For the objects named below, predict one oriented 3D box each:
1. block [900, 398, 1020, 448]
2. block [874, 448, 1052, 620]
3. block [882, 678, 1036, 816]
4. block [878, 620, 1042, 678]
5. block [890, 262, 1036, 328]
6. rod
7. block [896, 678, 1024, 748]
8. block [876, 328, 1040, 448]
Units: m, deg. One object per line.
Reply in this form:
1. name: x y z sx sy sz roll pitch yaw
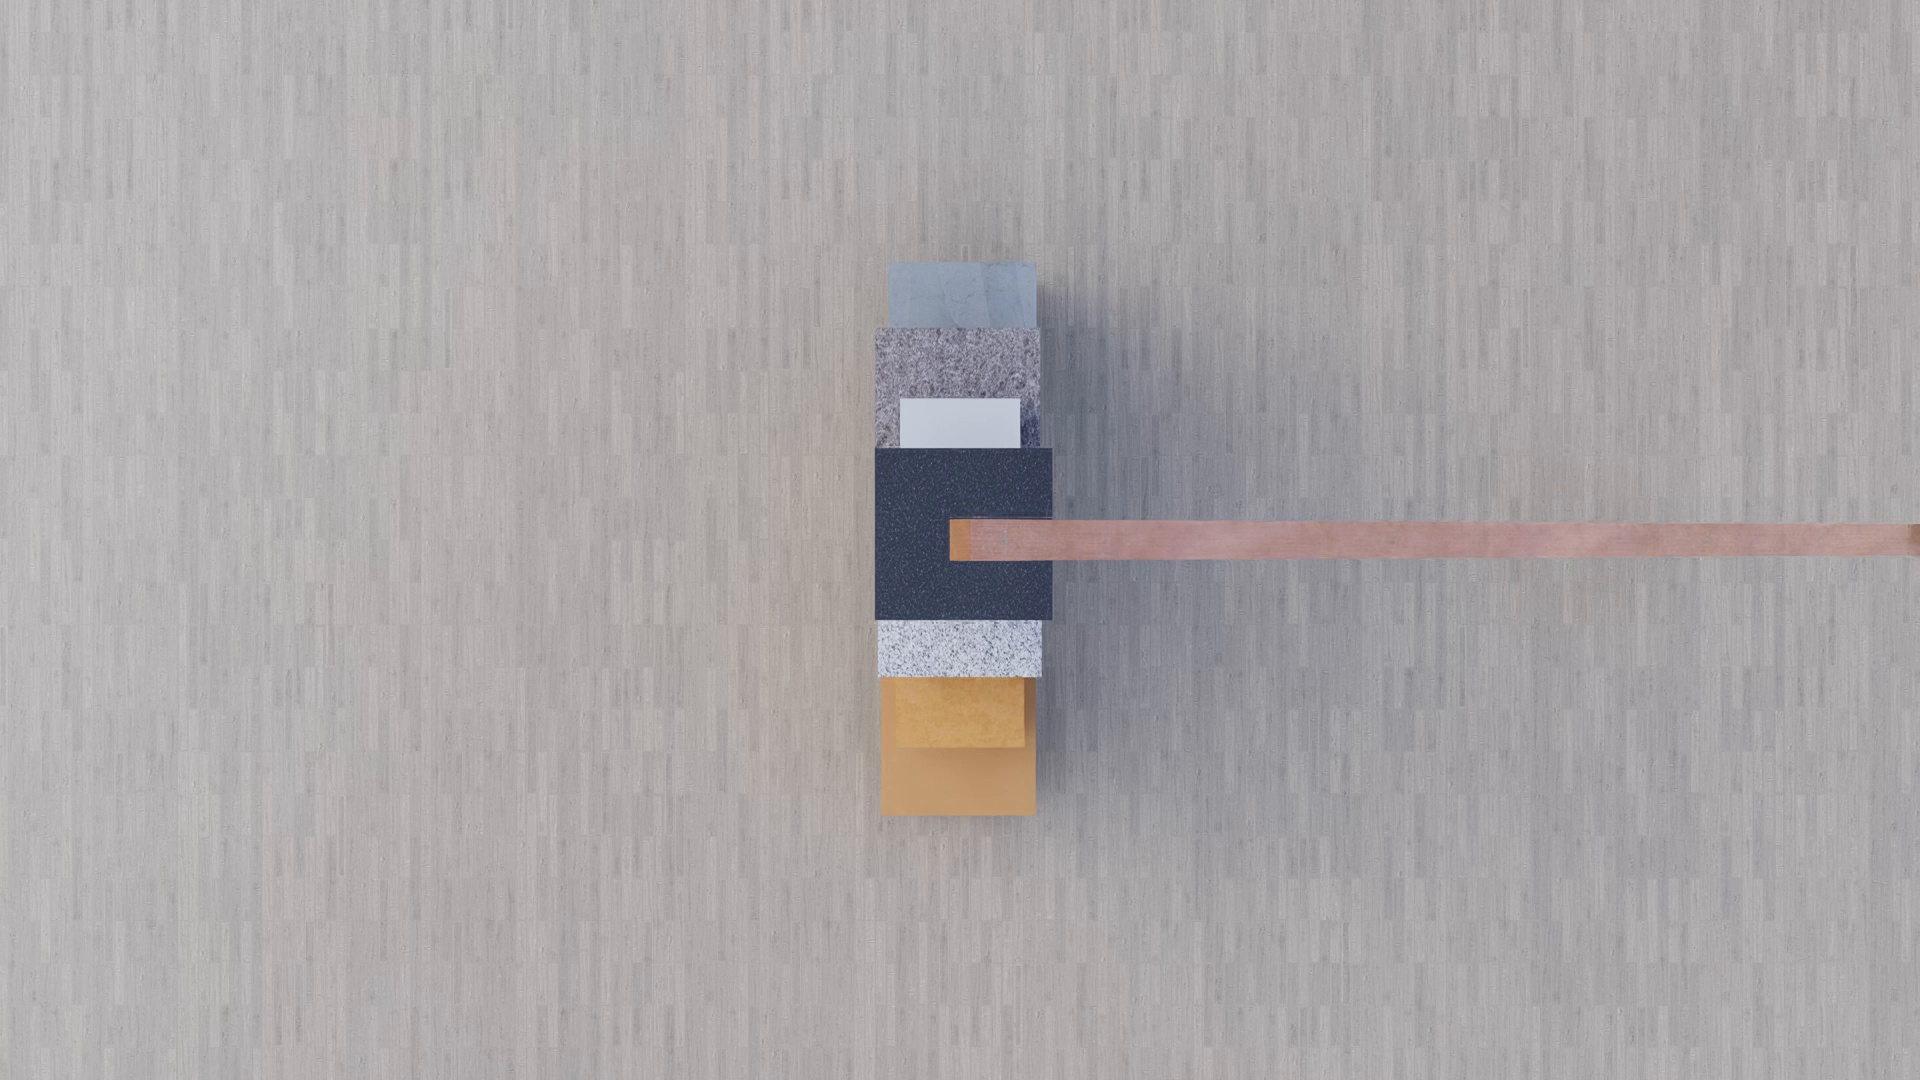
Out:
1. block: 0.001 -0.437 10.941 0.583 0.505 0.500 0 90 0
2. block: 0.014 -0.022 8.763 0.686 0.576 0.664 0 90 0
3. block: -0.009 1.104 12.590 0.856 0.820 0.844 0 90 0
4. block: -0.002 0.242 11.021 0.793 0.706 0.851 0 89 0
5. block: 0.016 -1.109 12.536 0.810 0.928 0.834 0 90 0
6. rod: 2.234 0.000 5.612 5.200 0.080 0.080 0 90 -31
7. block: 0.001 0.743 11.774 0.665 0.811 0.665 0 89 0
8. block: -0.011 -0.659 11.633 0.840 0.878 0.842 0 90 0
